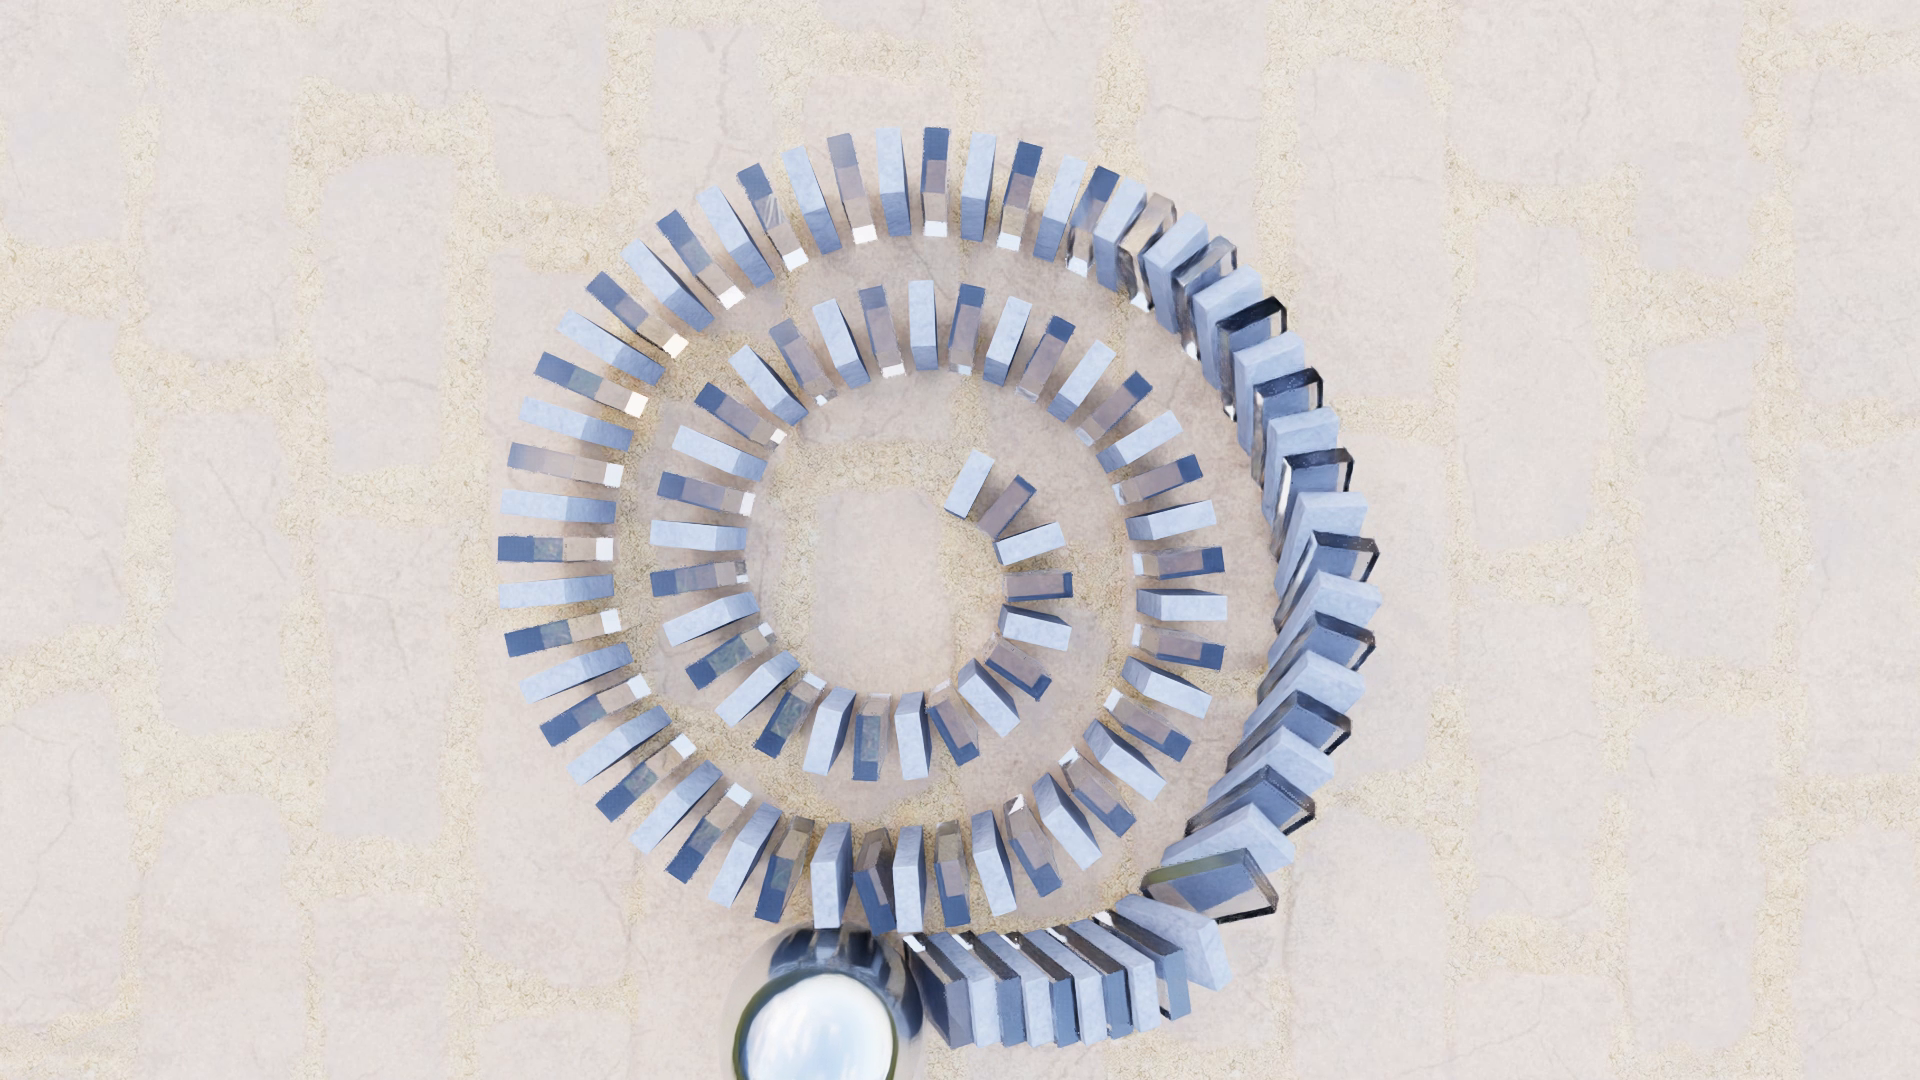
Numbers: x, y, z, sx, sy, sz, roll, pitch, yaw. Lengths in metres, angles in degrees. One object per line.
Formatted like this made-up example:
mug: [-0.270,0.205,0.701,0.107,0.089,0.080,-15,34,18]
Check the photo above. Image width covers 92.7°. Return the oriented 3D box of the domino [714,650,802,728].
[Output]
domino: [-0.082,0.060,0.375,0.025,0.050,0.009,-44,90,0]

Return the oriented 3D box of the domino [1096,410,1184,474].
domino: [0.072,-0.039,0.375,0.025,0.050,0.009,-31,90,0]

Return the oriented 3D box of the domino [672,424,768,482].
domino: [-0.097,-0.035,0.375,0.025,0.050,0.009,24,90,0]

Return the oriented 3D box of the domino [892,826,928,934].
domino: [-0.020,0.137,0.375,0.010,0.050,0.025,-4,90,0]

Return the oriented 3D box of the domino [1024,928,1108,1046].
domino: [0.042,0.182,0.375,0.010,0.050,0.025,-6,90,-22]

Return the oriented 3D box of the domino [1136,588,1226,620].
domino: [0.089,0.026,0.375,0.025,0.050,0.009,0,90,0]

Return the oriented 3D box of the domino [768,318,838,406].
domino: [-0.063,-0.072,0.375,0.010,0.050,0.025,-30,90,0]

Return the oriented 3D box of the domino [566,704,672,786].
domino: [-0.138,0.083,0.375,0.025,0.050,0.010,-37,90,0]

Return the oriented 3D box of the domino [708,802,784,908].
domino: [-0.087,0.127,0.375,0.010,0.050,0.025,26,90,0]

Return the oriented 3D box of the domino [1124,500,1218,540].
domino: [0.085,-0.008,0.375,0.025,0.050,0.009,-14,90,0]

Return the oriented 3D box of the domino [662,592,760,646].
domino: [-0.101,0.032,0.375,0.025,0.050,0.009,-24,90,0]

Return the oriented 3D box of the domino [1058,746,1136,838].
domino: [0.055,0.102,0.375,0.025,0.050,0.009,43,90,0]

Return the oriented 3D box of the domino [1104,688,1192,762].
domino: [0.076,0.075,0.375,0.025,0.050,0.009,30,90,0]

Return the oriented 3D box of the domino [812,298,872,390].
domino: [-0.048,-0.079,0.375,0.010,0.050,0.025,-22,90,0]

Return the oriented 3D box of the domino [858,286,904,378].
domino: [-0.031,-0.084,0.375,0.010,0.050,0.025,-13,90,0]

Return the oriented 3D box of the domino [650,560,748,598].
domino: [-0.106,0.015,0.375,0.025,0.050,0.009,-9,90,0]

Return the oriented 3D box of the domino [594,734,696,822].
domino: [-0.127,0.096,0.375,0.025,0.050,0.010,-43,90,0]

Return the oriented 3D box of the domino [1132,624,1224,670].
domino: [0.088,0.043,0.375,0.025,0.050,0.010,10,90,0]

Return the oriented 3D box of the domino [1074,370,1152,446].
domino: [0.062,-0.053,0.375,0.025,0.050,0.009,-44,90,0]

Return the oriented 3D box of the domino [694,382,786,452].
domino: [-0.089,-0.050,0.375,0.025,0.050,0.009,35,90,0]

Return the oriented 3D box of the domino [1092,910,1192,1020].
domino: [0.073,0.173,0.375,0.010,0.050,0.025,-8,90,-25]

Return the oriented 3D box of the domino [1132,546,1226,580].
domino: [0.088,0.009,0.375,0.025,0.050,0.009,-8,90,0]

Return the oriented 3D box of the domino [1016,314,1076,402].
domino: [0.034,-0.073,0.375,0.010,0.050,0.025,28,90,0]

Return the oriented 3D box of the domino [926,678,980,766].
domino: [-0.003,0.074,0.375,0.009,0.050,0.025,-29,90,0]

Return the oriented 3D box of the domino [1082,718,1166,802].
domino: [0.066,0.089,0.375,0.025,0.050,0.010,37,90,0]

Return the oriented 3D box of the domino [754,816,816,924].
domino: [-0.071,0.133,0.375,0.009,0.050,0.025,15,90,0]

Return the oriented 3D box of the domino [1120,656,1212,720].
domino: [0.083,0.059,0.375,0.025,0.050,0.010,22,90,0]

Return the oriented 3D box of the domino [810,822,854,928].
domino: [-0.052,0.136,0.375,0.009,0.050,0.025,-4,90,0]

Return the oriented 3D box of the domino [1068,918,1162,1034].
domino: [0.062,0.177,0.375,0.010,0.050,0.025,-7,90,-23]

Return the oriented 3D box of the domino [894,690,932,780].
domino: [-0.019,0.079,0.375,0.009,0.050,0.025,-8,90,0]

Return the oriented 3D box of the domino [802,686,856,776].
domino: [-0.053,0.077,0.375,0.009,0.050,0.025,14,90,0]

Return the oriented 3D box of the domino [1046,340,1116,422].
domino: [0.049,-0.064,0.375,0.010,0.050,0.025,36,90,0]

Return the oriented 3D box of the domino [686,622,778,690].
domino: [-0.092,0.047,0.375,0.025,0.050,0.010,-34,90,0]

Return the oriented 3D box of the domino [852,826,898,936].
domino: [-0.033,0.138,0.375,0.010,0.050,0.025,-19,90,0]

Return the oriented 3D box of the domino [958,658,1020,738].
domino: [0.011,0.063,0.375,0.009,0.050,0.025,-43,90,0]

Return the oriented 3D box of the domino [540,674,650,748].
domino: [-0.148,0.069,0.375,0.025,0.050,0.010,-31,90,0]

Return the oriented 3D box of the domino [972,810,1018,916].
domino: [0.013,0.131,0.375,0.009,0.050,0.025,-19,90,0]

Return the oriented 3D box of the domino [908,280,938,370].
domino: [-0.015,-0.087,0.375,0.010,0.050,0.025,-2,90,0]

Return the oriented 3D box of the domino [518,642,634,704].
domino: [-0.156,0.054,0.375,0.025,0.050,0.009,-24,90,0]

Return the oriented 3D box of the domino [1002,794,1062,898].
domino: [0.029,0.124,0.375,0.009,0.050,0.025,-30,90,0]

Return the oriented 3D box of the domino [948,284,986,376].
domino: [0.002,-0.085,0.375,0.009,0.050,0.025,12,90,0]

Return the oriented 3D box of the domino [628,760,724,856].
domino: [-0.115,0.108,0.375,0.009,0.050,0.025,42,90,0]

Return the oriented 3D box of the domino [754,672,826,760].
domino: [-0.068,0.071,0.375,0.010,0.050,0.025,30,90,0]

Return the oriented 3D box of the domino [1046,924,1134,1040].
domino: [0.052,0.179,0.375,0.009,0.050,0.025,-6,90,-23]

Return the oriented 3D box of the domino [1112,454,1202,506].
domino: [0.080,-0.024,0.375,0.025,0.050,0.009,-22,90,0]

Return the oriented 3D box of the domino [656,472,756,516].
domino: [-0.103,-0.019,0.375,0.025,0.050,0.009,15,90,0]

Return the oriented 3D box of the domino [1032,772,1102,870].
domino: [0.043,0.114,0.375,0.010,0.050,0.025,-40,90,0]

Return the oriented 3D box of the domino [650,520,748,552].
domino: [-0.106,-0.002,0.375,0.025,0.050,0.010,6,90,0]

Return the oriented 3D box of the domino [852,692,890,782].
domino: [-0.036,0.080,0.375,0.010,0.050,0.025,3,90,0]

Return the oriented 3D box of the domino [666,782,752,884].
domino: [-0.102,0.119,0.375,0.010,0.050,0.025,35,90,0]

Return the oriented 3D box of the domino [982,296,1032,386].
domino: [0.019,-0.080,0.375,0.010,0.050,0.025,21,90,0]

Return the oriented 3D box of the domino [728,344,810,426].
domino: [-0.077,-0.062,0.375,0.009,0.050,0.025,-40,90,0]

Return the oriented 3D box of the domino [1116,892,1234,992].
domino: [0.087,0.164,0.376,0.010,0.050,0.025,-19,92,-31]

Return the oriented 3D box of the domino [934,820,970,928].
domino: [-0.003,0.135,0.375,0.010,0.050,0.025,-11,90,0]
